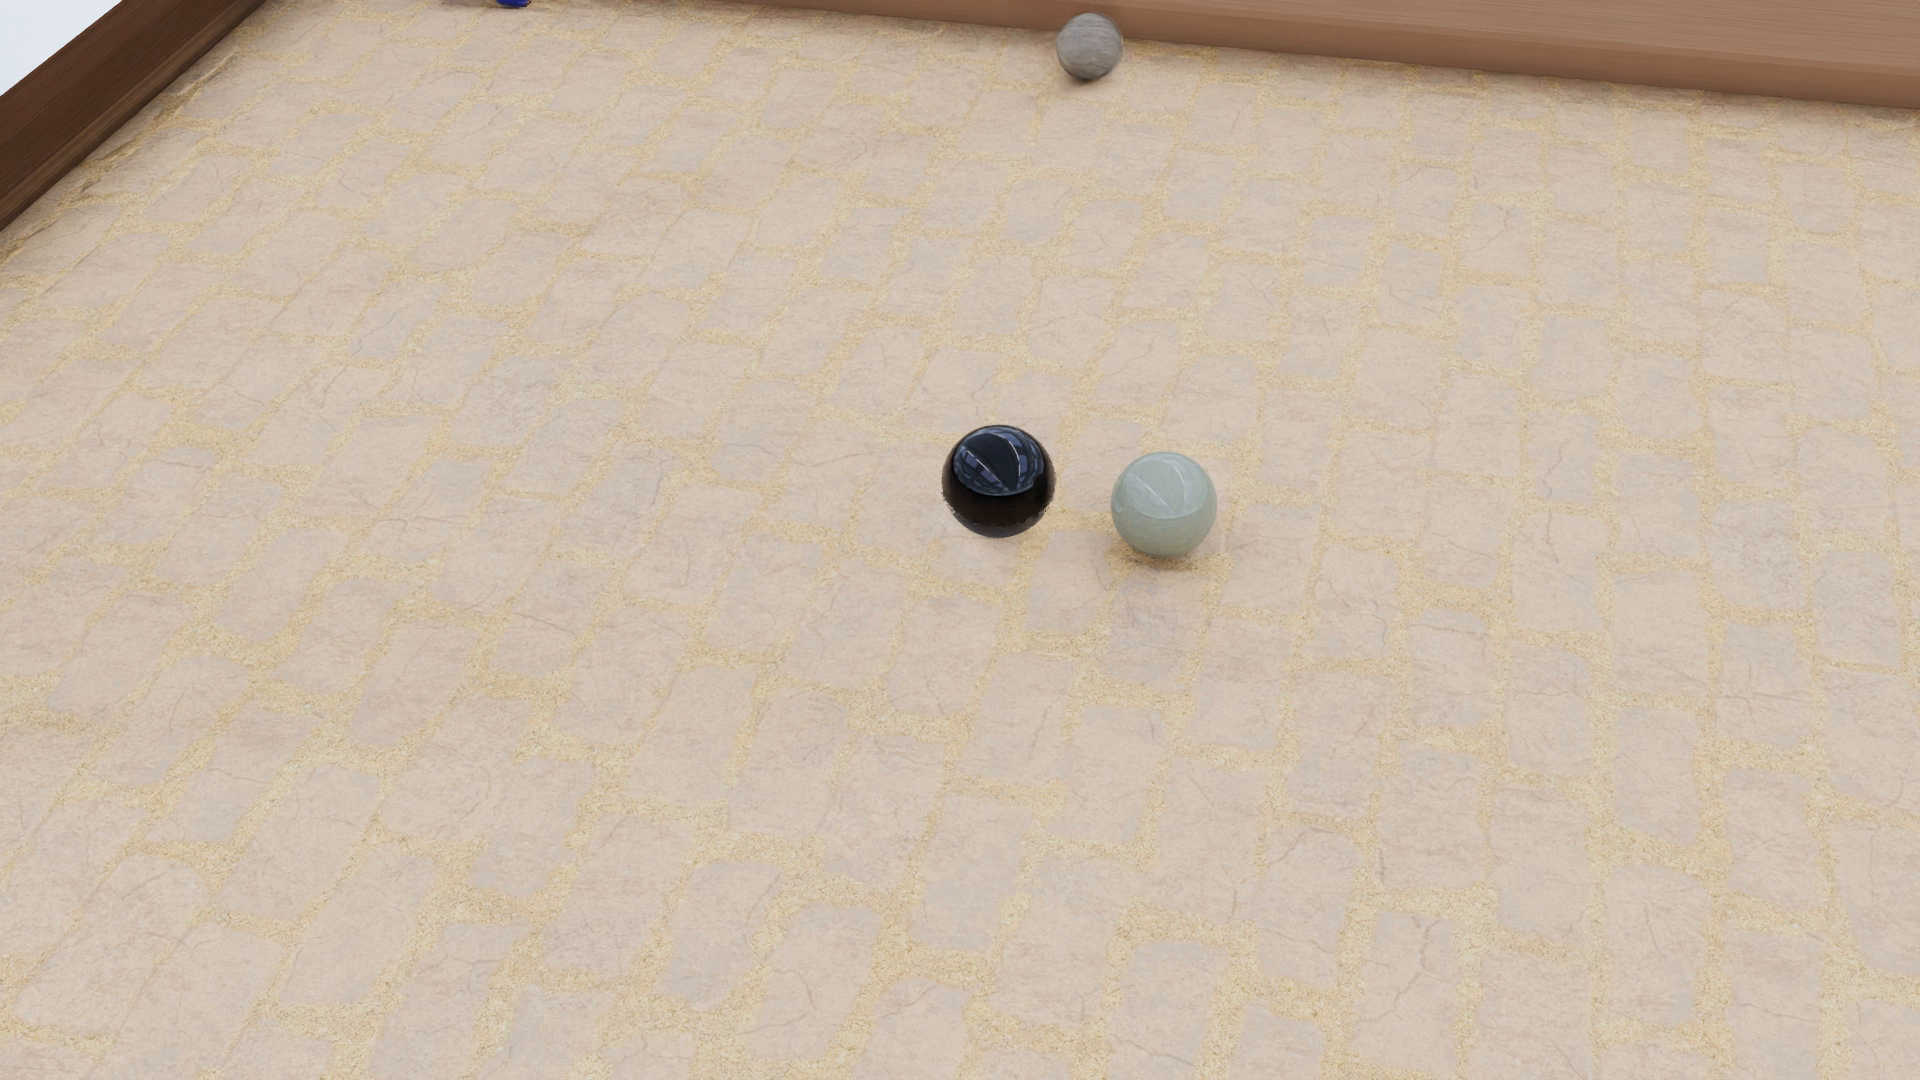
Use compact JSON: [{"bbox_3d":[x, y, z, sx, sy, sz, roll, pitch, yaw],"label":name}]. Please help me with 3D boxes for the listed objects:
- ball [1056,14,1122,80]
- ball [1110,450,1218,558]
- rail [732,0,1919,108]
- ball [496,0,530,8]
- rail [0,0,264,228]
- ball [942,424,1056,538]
[{"bbox_3d":[0.132,-0.506,2.632,0.068,0.068,0.068,0,34,0],"label":"ball"},{"bbox_3d":[0.153,-0.027,1.921,0.080,0.080,0.080,0,34,0],"label":"ball"},{"bbox_3d":[1.186,-0.441,2.495,3.961,0.113,0.045,7,35,11],"label":"rail"},{"bbox_3d":[-0.488,-0.609,2.793,0.057,0.057,0.057,0,34,0],"label":"ball"},{"bbox_3d":[-0.942,-0.139,2.055,0.045,0.113,2.033,7,35,11],"label":"rail"},{"bbox_3d":[0.029,-0.045,1.942,0.086,0.086,0.086,0,34,0],"label":"ball"}]
